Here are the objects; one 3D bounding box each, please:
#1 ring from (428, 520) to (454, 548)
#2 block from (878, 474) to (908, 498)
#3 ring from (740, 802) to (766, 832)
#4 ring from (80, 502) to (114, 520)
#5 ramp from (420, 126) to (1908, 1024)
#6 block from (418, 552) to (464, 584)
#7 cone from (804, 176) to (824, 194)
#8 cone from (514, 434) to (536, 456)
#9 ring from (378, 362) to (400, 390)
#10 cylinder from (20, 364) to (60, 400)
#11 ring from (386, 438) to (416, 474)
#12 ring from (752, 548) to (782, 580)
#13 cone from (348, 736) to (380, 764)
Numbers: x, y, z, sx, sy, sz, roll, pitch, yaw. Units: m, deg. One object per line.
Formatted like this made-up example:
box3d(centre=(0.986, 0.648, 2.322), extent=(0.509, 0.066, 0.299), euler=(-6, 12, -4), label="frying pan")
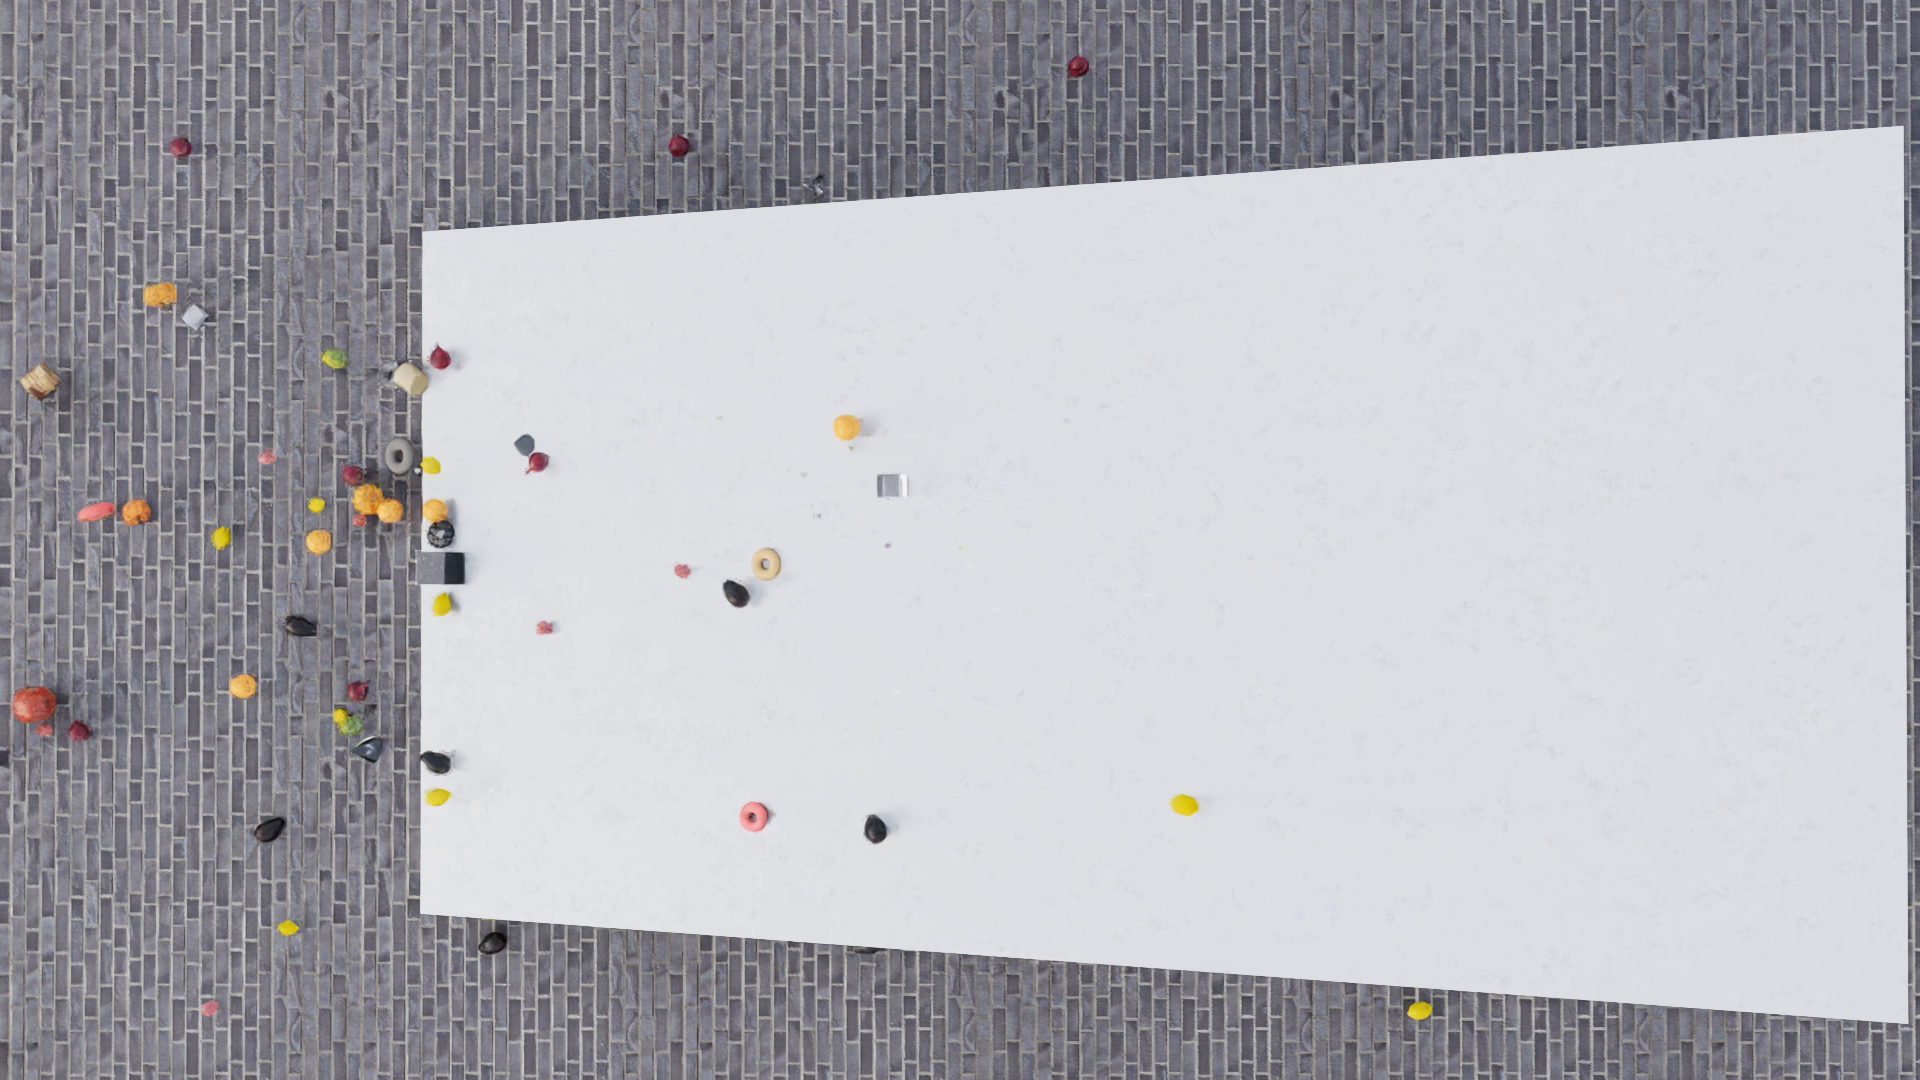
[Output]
box3d(centre=(-1.513, -0.017, 6.405), extent=(0.086, 0.029, 0.086), euler=(-4, 78, 19), label="ring")
box3d(centre=(-0.179, -0.143, 5.831), extent=(0.061, 0.061, 0.061), euler=(-1, 89, 23), label="block")
box3d(centre=(-0.564, 0.757, 6.000), extent=(0.083, 0.028, 0.083), euler=(-1, 88, 24), label="ring")
box3d(centre=(-2.545, -0.084, 6.485), extent=(0.103, 0.103, 0.034), euler=(-20, 90, 0), label="ring")
box3d(centre=(0.283, 0.085, 5.721), extent=(4.000, 0.100, 2.000), euler=(0, 89, 23), label="ramp")
box3d(centre=(-1.504, 0.082, 6.368), extent=(0.093, 0.093, 0.093), euler=(0, 89, 23), label="block")
box3d(centre=(-0.442, -1.056, 6.544), extent=(0.057, 0.057, 0.057), euler=(4, 89, 27), label="cone")
box3d(centre=(-1.259, -0.274, 6.286), extent=(0.064, 0.064, 0.064), euler=(0, 89, 23), label="cone")
box3d(centre=(-1.690, -0.488, 6.525), extent=(0.083, 0.028, 0.083), euler=(-1, 87, 25), label="ring")
box3d(centre=(-2.721, -0.467, 6.511), extent=(0.079, 0.079, 0.079), euler=(-41, 89, 0), label="cylinder")
box3d(centre=(-1.647, -0.247, 6.478), extent=(0.107, 0.036, 0.107), euler=(1, 91, 30), label="ring")
box3d(centre=(-0.528, 0.066, 5.993), extent=(0.089, 0.030, 0.089), euler=(0, 90, 22), label="ring")
box3d(centre=(-1.767, 0.620, 6.479), extent=(0.082, 0.082, 0.082), euler=(-1, 89, 42), label="cone")
